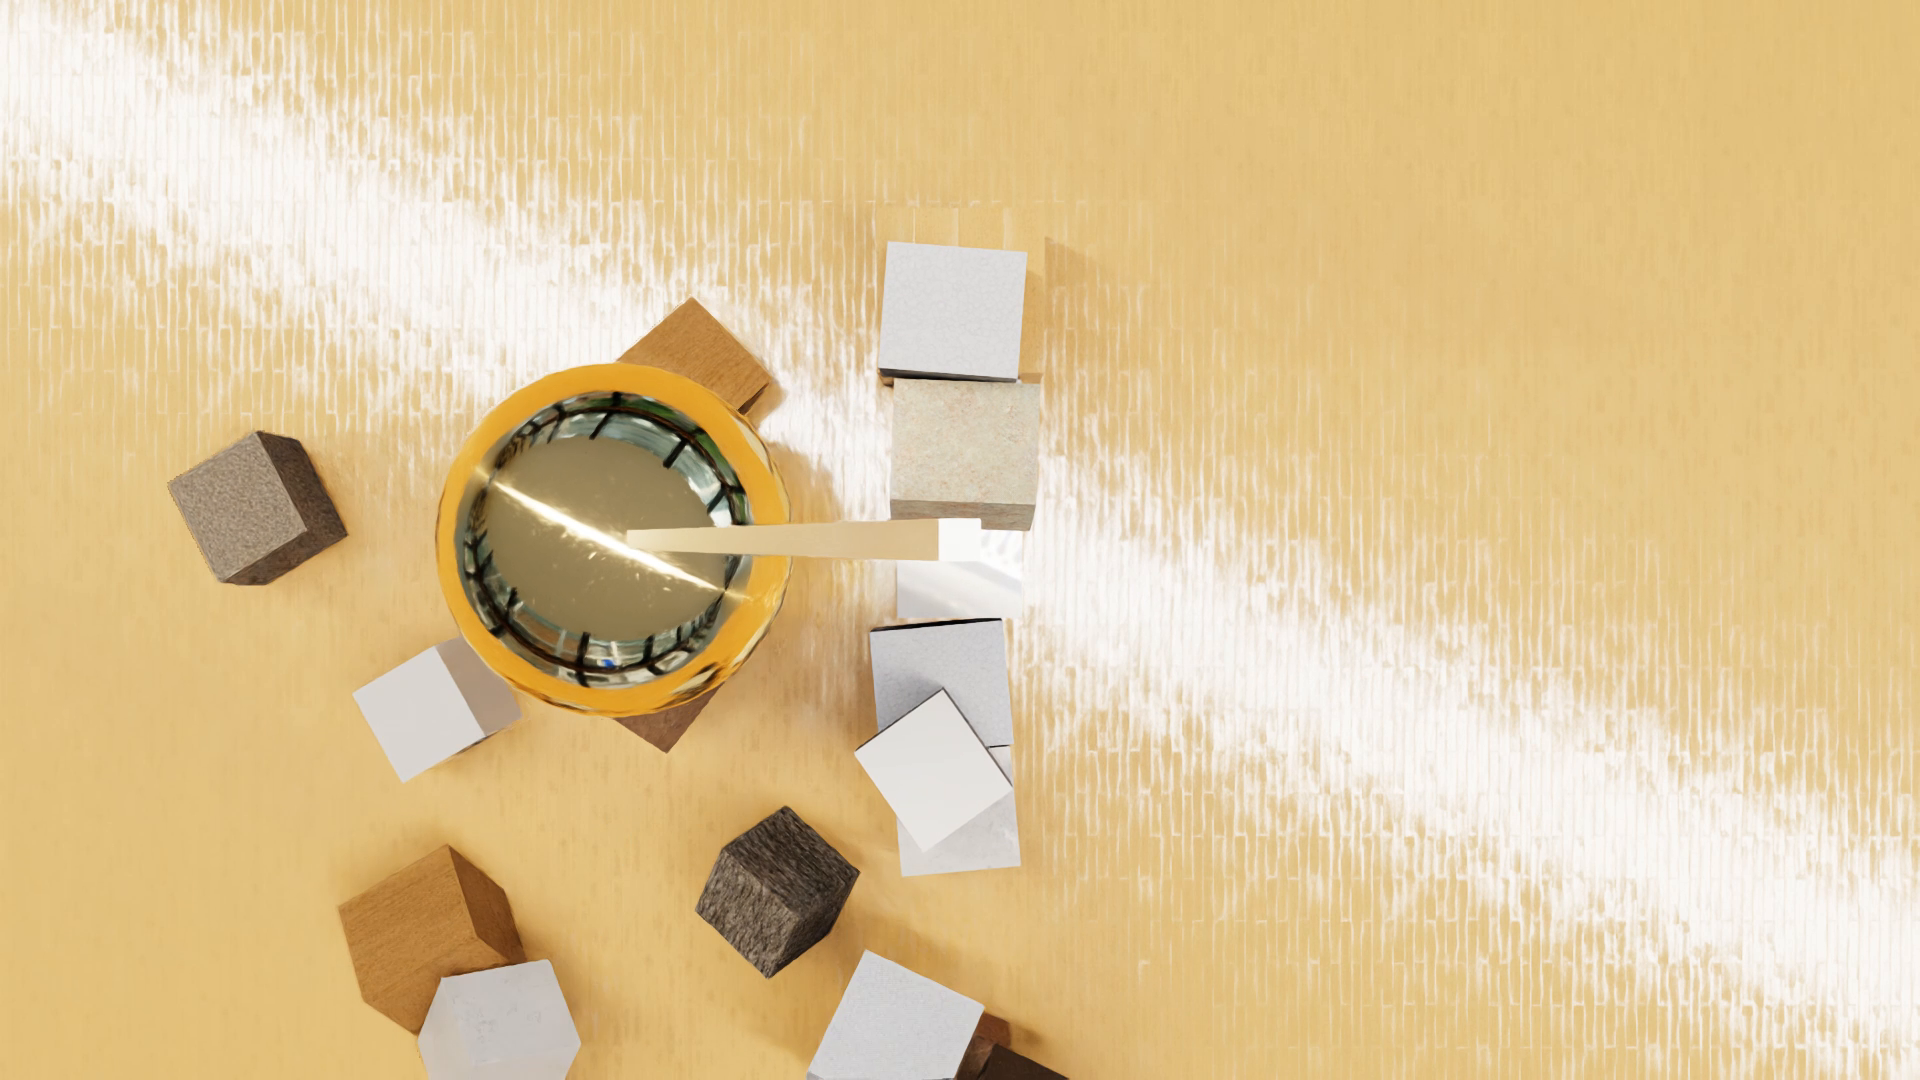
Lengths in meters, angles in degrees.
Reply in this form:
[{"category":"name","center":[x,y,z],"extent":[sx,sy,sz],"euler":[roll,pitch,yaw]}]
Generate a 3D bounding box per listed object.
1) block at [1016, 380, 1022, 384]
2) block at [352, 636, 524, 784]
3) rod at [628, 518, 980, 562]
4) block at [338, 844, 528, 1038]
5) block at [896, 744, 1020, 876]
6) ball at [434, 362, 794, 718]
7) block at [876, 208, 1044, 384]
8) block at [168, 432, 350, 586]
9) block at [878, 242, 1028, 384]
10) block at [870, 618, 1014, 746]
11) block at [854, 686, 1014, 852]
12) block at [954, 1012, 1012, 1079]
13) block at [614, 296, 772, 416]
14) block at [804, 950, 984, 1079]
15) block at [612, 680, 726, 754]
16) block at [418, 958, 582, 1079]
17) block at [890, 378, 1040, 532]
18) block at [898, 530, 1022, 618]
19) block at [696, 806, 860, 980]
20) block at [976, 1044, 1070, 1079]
[{"category":"block","center":[0.019,-0.571,12.703],"extent":[0.654,0.593,0.671],"euler":[0,90,0]},{"category":"block","center":[-2.992,0.952,12.648],"extent":[0.576,0.602,0.582],"euler":[-29,90,11]},{"category":"rod","center":[-0.670,0.000,6.618],"extent":[0.080,5.200,0.080],"euler":[0,90,-15]},{"category":"block","center":[-2.986,2.299,12.531],"extent":[0.722,0.669,0.652],"euler":[-30,53,1]},{"category":"block","center":[-0.023,1.516,12.640],"extent":[0.668,0.720,0.671],"euler":[-5,90,0]},{"category":"ball","center":[-1.546,0.000,9.903],"extent":[1.600,1.600,1.600],"euler":[0,90,0]},{"category":"block","center":[0.003,-1.369,12.526],"extent":[0.920,0.949,0.903],"euler":[0,90,0]},{"category":"block","center":[-4.029,-0.171,12.658],"extent":[0.602,0.544,0.647],"euler":[-30,83,6]},{"category":"block","center":[-0.038,-1.194,11.732],"extent":[0.726,0.639,0.658],"euler":[4,90,0]},{"category":"block","center":[-0.103,0.830,12.652],"extent":[0.750,0.695,0.695],"euler":[-5,90,0]},{"category":"block","center":[-0.142,1.240,11.987],"extent":[0.584,0.582,0.648],"euler":[-35,88,-1]},{"category":"block","center":[-0.170,3.028,12.675],"extent":[0.729,0.650,0.665],"euler":[21,90,0]},{"category":"block","center":[-1.641,-0.796,12.500],"extent":[0.646,0.705,0.758],"euler":[46,61,-2]},{"category":"block","center":[-0.383,2.780,11.837],"extent":[0.703,0.730,0.725],"euler":[25,61,4]},{"category":"block","center":[-1.708,0.528,12.438],"extent":[0.735,0.822,0.870],"euler":[36,98,-18]},{"category":"block","center":[-2.587,2.813,12.318],"extent":[0.633,0.638,0.566],"euler":[-5,49,-34]},{"category":"block","center":[0.021,-0.454,12.002],"extent":[0.777,0.696,0.659],"euler":[2,78,0]},{"category":"block","center":[-0.004,0.105,12.655],"extent":[0.697,0.691,0.659],"euler":[0,90,0]},{"category":"block","center":[-1.037,1.994,12.474],"extent":[0.594,0.549,0.566],"euler":[40,130,18]},{"category":"block","center":[0.297,3.245,11.946],"extent":[0.610,0.576,0.587],"euler":[26,116,2]}]
